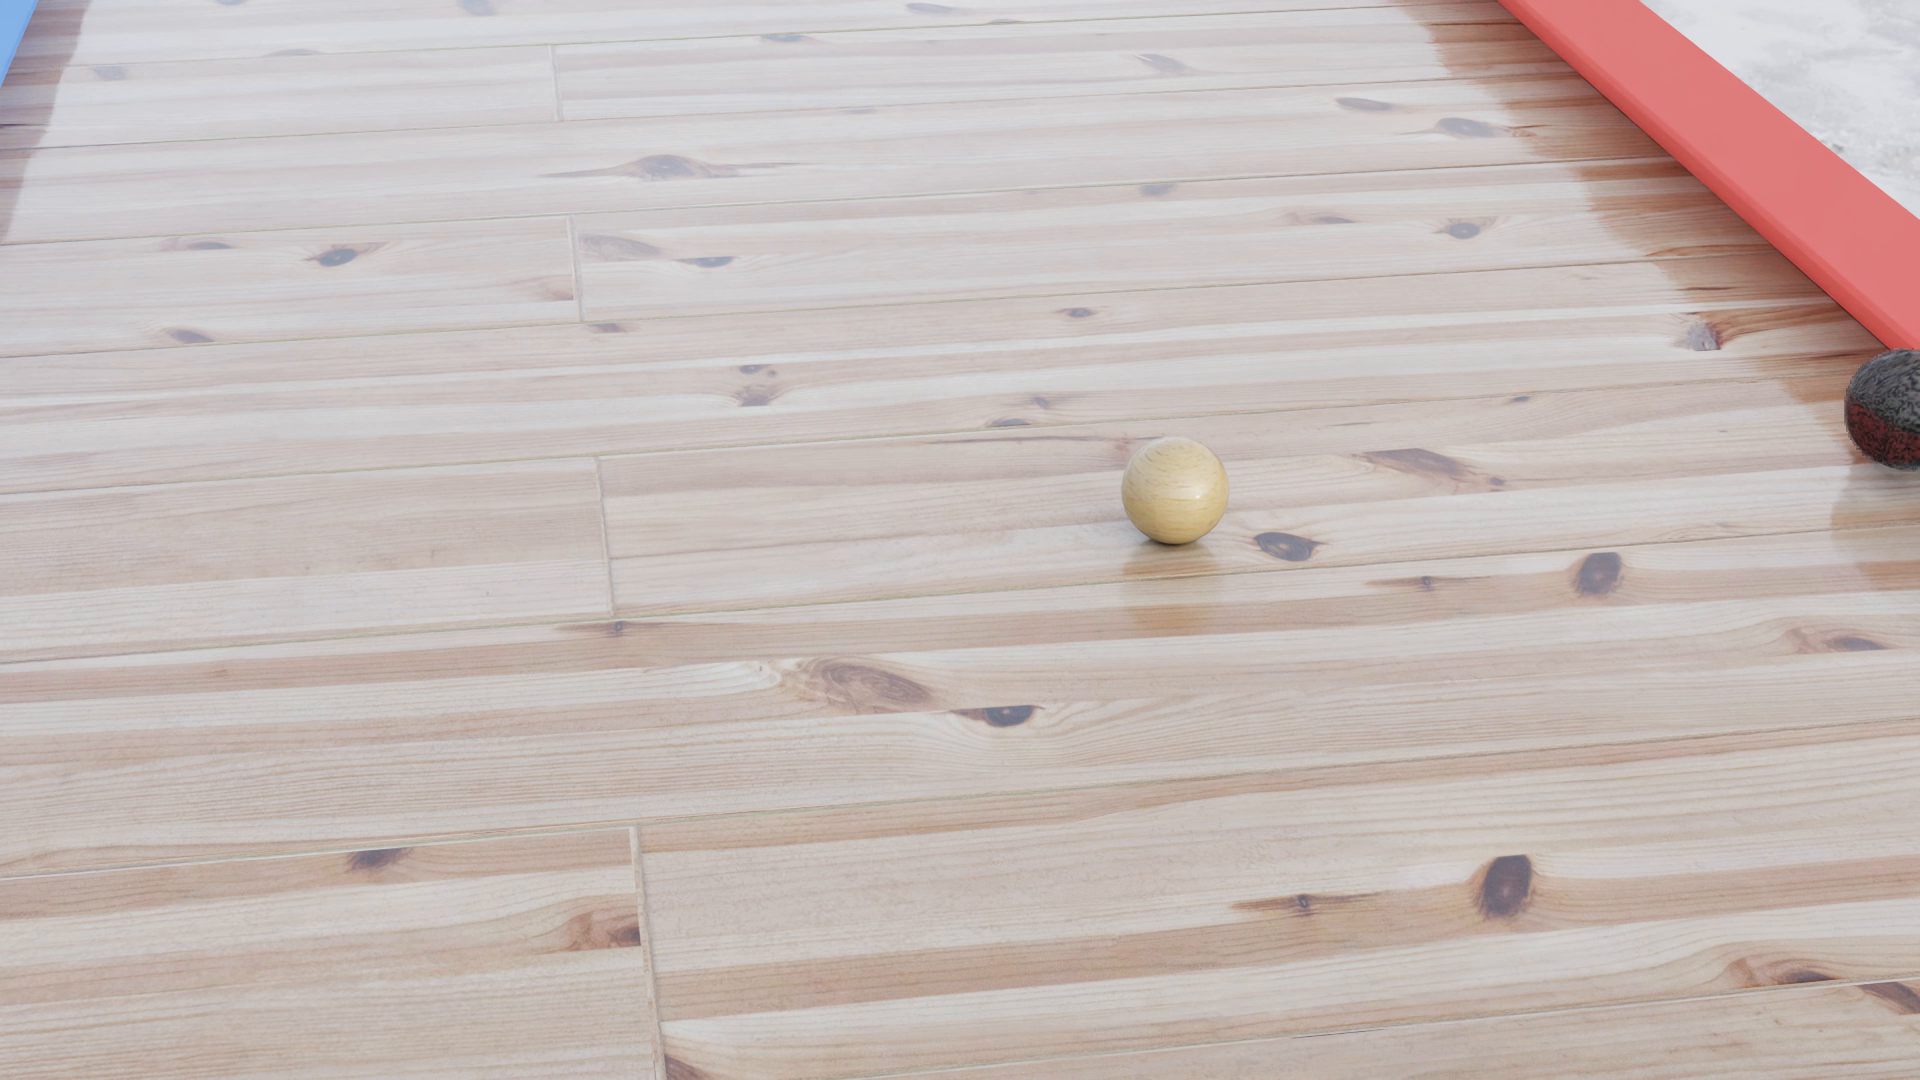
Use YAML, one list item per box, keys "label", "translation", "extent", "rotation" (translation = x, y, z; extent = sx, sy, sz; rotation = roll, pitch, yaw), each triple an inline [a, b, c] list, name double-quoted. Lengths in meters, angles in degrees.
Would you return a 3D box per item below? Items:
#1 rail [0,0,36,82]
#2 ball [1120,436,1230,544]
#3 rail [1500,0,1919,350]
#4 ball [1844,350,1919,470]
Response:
- label: "rail"
  translation: [-0.858, -0.297, 2.448]
  extent: [0.045, 0.110, 2.995]
  rotation: [-4, 27, -8]
- label: "ball"
  translation: [0.144, -0.033, 1.965]
  extent: [0.073, 0.073, 0.073]
  rotation: [0, 27, 0]
- label: "rail"
  translation: [0.627, -0.401, 2.655]
  extent: [0.045, 0.110, 2.995]
  rotation: [-4, 27, -8]
- label: "ball"
  translation: [0.666, -0.092, 2.068]
  extent: [0.085, 0.085, 0.085]
  rotation: [0, 27, 0]
